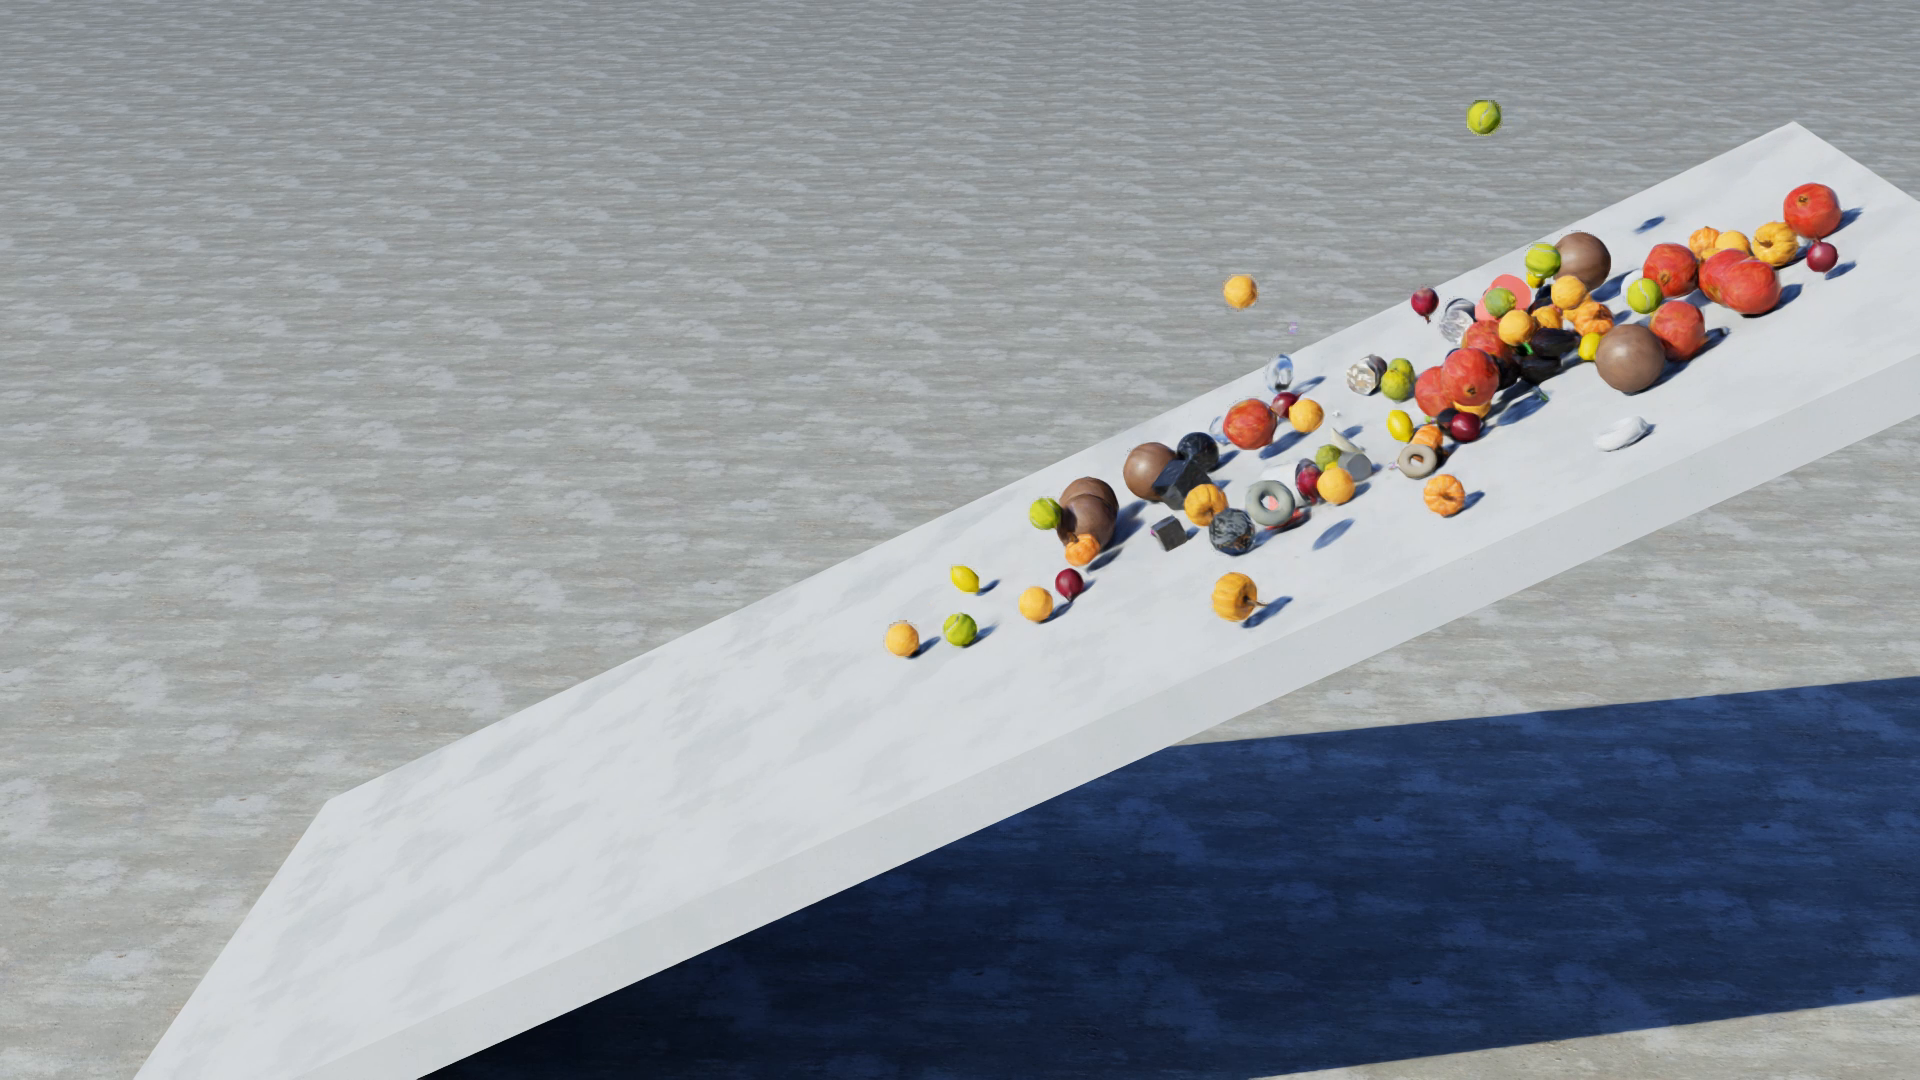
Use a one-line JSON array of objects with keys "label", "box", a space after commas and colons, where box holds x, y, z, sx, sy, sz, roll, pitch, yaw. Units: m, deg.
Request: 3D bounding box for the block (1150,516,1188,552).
[{"label": "block", "box": [0.432, -0.013, 6.068, 0.052, 0.052, 0.052, -28, 13, -5]}]

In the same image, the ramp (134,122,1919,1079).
[{"label": "ramp", "box": [0.138, 0.168, 6.281, 4.000, 0.100, 2.000, -25, 14, 10]}]

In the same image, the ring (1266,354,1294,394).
[{"label": "ring", "box": [0.728, -0.377, 6.699, 0.031, 0.093, 0.093, 9, 12, -23]}]

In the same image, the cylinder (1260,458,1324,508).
[{"label": "cylinder", "box": [0.666, -0.110, 5.899, 0.091, 0.091, 0.091, -13, 3, 45]}]

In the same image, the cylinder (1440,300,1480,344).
[{"label": "cylinder", "box": [1.100, -0.480, 6.465, 0.077, 0.077, 0.077, 6, 22, 19]}]

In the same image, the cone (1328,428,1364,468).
[{"label": "cone", "box": [0.778, -0.198, 6.035, 0.076, 0.076, 0.076, -23, 18, 8]}]

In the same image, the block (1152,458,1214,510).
[{"label": "block", "box": [0.474, -0.117, 6.275, 0.077, 0.077, 0.077, -3, 46, 56]}]

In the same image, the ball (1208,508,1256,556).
[{"label": "ball", "box": [0.535, -0.016, 5.792, 0.093, 0.093, 0.093, 0, 16, 0]}]

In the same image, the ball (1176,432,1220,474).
[{"label": "ball", "box": [0.522, -0.191, 6.465, 0.096, 0.096, 0.096, 0, 16, 0]}]

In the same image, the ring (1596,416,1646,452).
[{"label": "ring", "box": [1.196, -0.193, 5.321, 0.098, 0.033, 0.098, -28, 10, 5]}]

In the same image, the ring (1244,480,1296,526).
[{"label": "ring", "box": [0.582, -0.069, 5.524, 0.097, 0.097, 0.032, -3, -25, -11]}]

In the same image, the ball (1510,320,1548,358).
[{"label": "ball", "box": [1.180, -0.415, 6.088, 0.077, 0.077, 0.077, 0, 16, 0]}]

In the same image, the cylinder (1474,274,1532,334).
[{"label": "cylinder", "box": [1.163, -0.504, 6.300, 0.093, 0.093, 0.093, 7, 57, -12]}]

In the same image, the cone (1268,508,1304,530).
[{"label": "cone", "box": [0.627, -0.071, 5.797, 0.077, 0.077, 0.077, -19, -12, -4]}]

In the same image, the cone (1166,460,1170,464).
[{"label": "cone", "box": [0.487, -0.143, 6.505, 0.058, 0.058, 0.058, 12, 20, 26]}]

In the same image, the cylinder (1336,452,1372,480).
[{"label": "cylinder", "box": [0.788, -0.147, 5.881, 0.053, 0.053, 0.053, -5, 7, -15]}]

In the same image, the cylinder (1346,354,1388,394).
[{"label": "cylinder", "box": [0.892, -0.362, 6.437, 0.070, 0.070, 0.070, 10, 24, 30]}]

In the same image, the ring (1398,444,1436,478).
[{"label": "ring", "box": [0.887, -0.153, 5.703, 0.075, 0.075, 0.025, 6, -24, 20]}]

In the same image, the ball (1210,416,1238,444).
[{"label": "ball", "box": [0.593, -0.248, 6.614, 0.065, 0.065, 0.065, 0, 16, 0]}]

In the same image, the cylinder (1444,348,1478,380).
[{"label": "cylinder", "box": [1.052, -0.369, 6.171, 0.052, 0.052, 0.052, 14, -15, 39]}]
